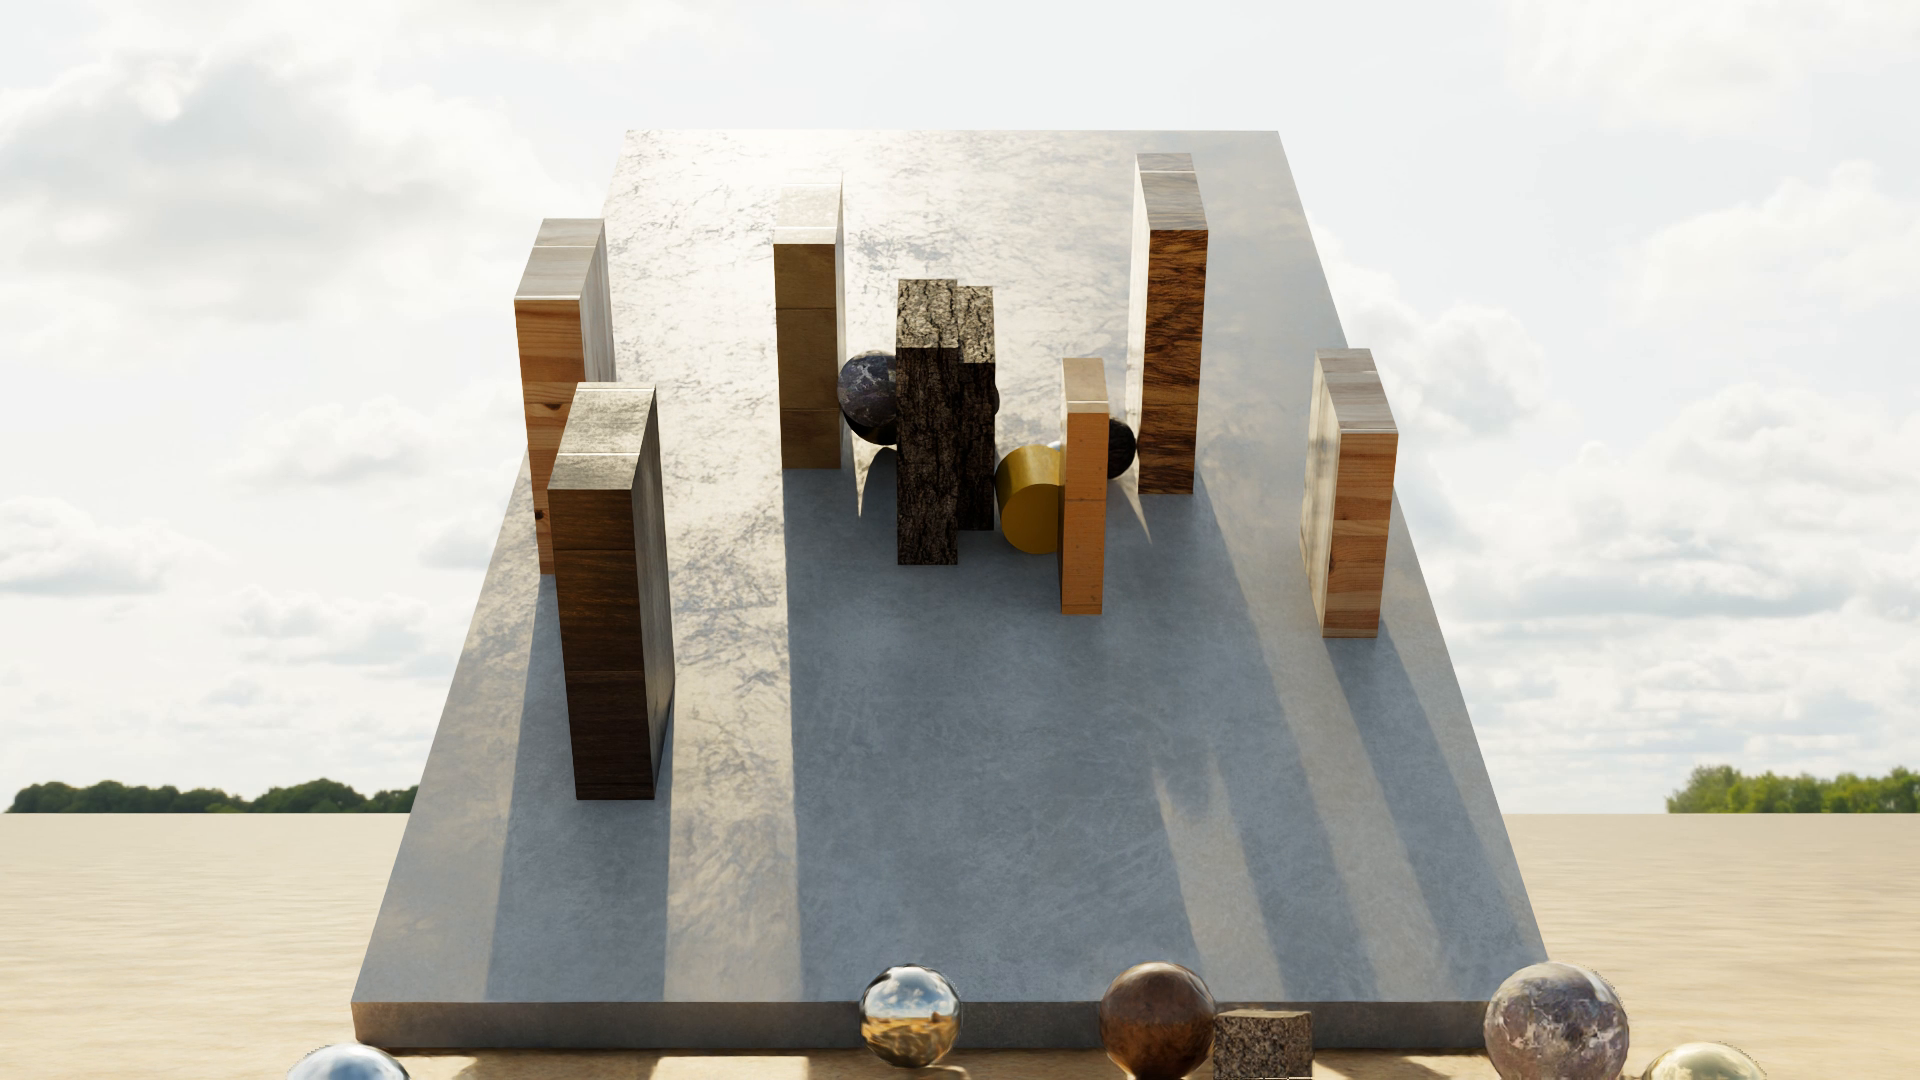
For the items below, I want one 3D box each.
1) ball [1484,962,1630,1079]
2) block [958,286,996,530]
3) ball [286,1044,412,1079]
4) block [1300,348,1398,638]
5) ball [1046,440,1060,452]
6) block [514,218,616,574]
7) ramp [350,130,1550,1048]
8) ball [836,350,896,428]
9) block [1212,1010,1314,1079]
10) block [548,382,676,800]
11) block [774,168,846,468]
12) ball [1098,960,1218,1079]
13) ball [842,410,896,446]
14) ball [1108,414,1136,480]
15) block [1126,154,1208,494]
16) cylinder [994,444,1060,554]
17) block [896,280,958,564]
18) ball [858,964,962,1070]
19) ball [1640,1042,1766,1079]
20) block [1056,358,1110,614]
[{"bbox_3d":[0.804,0.666,3.268,0.191,0.191,0.191,0,-6,0],"label":"ball"},{"bbox_3d":[0.002,-0.297,5.395,0.145,0.411,0.393,0,30,0],"label":"block"},{"bbox_3d":[-0.649,0.610,2.568,0.149,0.149,0.149,0,-6,0],"label":"ball"},{"bbox_3d":[0.798,-0.100,5.002,0.112,0.473,0.380,0,30,0],"label":"block"},{"bbox_3d":[0.229,-0.154,5.423,0.137,0.137,0.137,0,-6,0],"label":"ball"},{"bbox_3d":[-0.829,-0.309,5.182,0.131,0.641,0.418,0,30,0],"label":"block"},{"bbox_3d":[-0.013,-0.206,5.745,2.000,0.100,4.000,0,30,0],"label":"ramp"},{"bbox_3d":[-0.189,-0.341,5.442,0.176,0.176,0.176,0,-6,0],"label":"ball"},{"bbox_3d":[0.428,0.724,3.417,0.109,0.109,0.109,-3,-7,26],"label":"block"},{"bbox_3d":[-0.636,0.094,4.480,0.143,0.657,0.406,0,30,0],"label":"block"},{"bbox_3d":[-0.343,-0.517,5.620,0.135,0.560,0.441,0,30,0],"label":"block"},{"bbox_3d":[0.286,0.694,3.492,0.173,0.173,0.173,0,-6,0],"label":"ball"},{"bbox_3d":[-0.173,-0.321,5.630,0.205,0.205,0.205,0,-6,0],"label":"ball"},{"bbox_3d":[0.327,-0.212,5.510,0.150,0.150,0.150,0,-6,0],"label":"ball"},{"bbox_3d":[0.464,-0.494,5.503,0.125,0.644,0.443,0,30,0],"label":"block"},{"bbox_3d":[0.169,-0.089,5.275,0.175,0.175,0.175,1,30,-5],"label":"cylinder"},{"bbox_3d":[-0.070,-0.255,5.217,0.128,0.518,0.337,0,30,0],"label":"block"},{"bbox_3d":[-0.077,0.733,3.729,0.159,0.159,0.159,0,-6,0],"label":"ball"},{"bbox_3d":[0.801,0.615,2.603,0.148,0.148,0.148,0,-6,0],"label":"ball"},{"bbox_3d":[0.253,-0.111,5.020,0.084,0.471,0.248,0,30,0],"label":"block"}]
